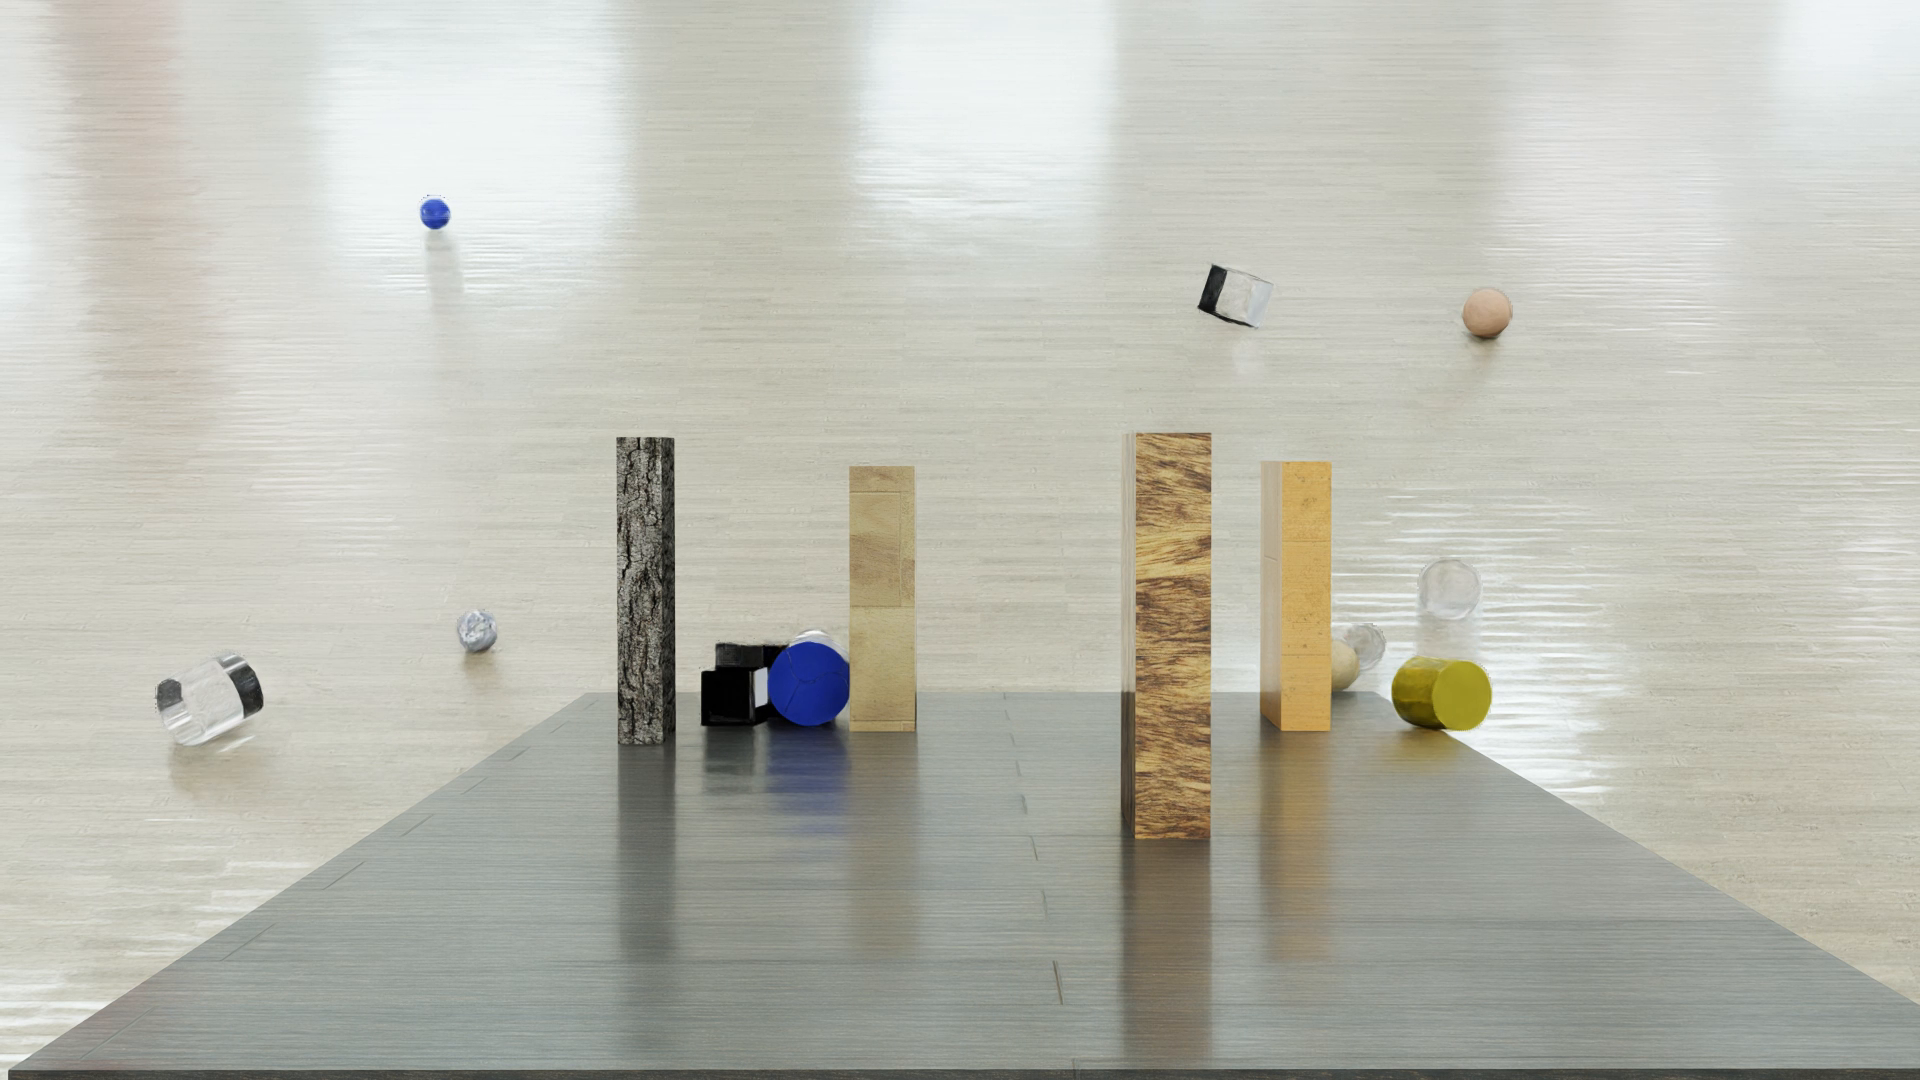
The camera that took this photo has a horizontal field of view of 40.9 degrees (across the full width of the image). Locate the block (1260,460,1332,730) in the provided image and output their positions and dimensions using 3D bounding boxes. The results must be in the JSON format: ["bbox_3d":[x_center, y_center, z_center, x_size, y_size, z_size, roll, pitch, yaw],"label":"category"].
[{"bbox_3d":[0.757,0.116,5.829,0.107,0.588,0.397,0,2,0],"label":"block"}]

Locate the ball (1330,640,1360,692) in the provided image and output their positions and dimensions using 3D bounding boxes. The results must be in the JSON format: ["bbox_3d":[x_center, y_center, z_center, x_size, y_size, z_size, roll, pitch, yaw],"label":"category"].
[{"bbox_3d":[0.969,0.327,6.682,0.134,0.134,0.134,0,24,0],"label":"ball"}]

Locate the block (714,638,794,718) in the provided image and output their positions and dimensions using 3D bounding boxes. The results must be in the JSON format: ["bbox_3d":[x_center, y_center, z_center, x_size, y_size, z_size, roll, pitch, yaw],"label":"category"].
[{"bbox_3d":[-0.455,0.322,6.021,0.166,0.166,0.166,2,3,42],"label":"block"}]

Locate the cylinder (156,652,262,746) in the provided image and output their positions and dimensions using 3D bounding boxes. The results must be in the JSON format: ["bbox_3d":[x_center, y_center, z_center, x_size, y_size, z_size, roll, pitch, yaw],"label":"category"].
[{"bbox_3d":[-1.896,0.402,6.512,0.184,0.184,0.184,16,29,32],"label":"cylinder"}]

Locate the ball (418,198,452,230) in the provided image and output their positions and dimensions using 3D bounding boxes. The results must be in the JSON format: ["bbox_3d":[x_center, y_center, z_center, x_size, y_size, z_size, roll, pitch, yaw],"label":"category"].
[{"bbox_3d":[-2.114,-1.316,10.374,0.128,0.128,0.128,0,24,0],"label":"ball"}]

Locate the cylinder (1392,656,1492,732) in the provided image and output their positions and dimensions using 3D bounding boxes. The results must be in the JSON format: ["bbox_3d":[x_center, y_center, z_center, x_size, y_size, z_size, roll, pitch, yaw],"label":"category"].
[{"bbox_3d":[1.057,0.338,5.659,0.156,0.156,0.156,-12,6,-25],"label":"cylinder"}]

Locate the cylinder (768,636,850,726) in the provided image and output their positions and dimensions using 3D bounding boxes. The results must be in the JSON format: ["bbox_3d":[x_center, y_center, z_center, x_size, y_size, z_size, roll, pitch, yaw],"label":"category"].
[{"bbox_3d":[-0.335,0.317,5.824,0.187,0.187,0.187,0,2,0],"label":"cylinder"}]

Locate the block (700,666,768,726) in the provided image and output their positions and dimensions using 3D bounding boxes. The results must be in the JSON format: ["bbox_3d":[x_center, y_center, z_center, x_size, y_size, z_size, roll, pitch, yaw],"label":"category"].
[{"bbox_3d":[-0.508,0.351,5.799,0.122,0.122,0.122,0,2,10],"label":"block"}]

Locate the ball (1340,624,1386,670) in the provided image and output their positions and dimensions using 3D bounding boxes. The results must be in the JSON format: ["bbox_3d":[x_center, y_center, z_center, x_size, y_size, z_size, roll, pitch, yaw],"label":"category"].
[{"bbox_3d":[1.070,0.284,6.851,0.120,0.120,0.120,0,24,0],"label":"ball"}]

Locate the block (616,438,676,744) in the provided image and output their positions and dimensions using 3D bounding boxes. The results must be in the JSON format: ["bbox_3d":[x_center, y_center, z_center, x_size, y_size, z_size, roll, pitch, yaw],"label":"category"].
[{"bbox_3d":[-0.669,0.102,5.504,0.094,0.641,0.253,0,2,0],"label":"block"}]

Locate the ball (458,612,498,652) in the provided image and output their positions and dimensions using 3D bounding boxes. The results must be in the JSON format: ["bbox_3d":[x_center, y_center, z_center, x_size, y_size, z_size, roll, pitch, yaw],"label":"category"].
[{"bbox_3d":[-1.300,0.247,6.946,0.108,0.108,0.108,0,24,0],"label":"ball"}]

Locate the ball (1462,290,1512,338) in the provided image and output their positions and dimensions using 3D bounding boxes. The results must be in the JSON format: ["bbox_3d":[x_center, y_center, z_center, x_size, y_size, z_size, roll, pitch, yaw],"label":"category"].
[{"bbox_3d":[1.881,-0.808,9.201,0.172,0.172,0.172,0,24,0],"label":"ball"}]

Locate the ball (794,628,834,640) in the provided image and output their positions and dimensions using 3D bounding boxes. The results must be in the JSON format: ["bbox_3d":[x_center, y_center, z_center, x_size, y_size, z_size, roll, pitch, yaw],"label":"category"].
[{"bbox_3d":[-0.386,0.296,6.822,0.122,0.122,0.122,0,24,0],"label":"ball"}]

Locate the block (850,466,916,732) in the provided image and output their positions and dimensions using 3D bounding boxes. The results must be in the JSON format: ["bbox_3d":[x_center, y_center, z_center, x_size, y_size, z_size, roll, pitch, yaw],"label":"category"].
[{"bbox_3d":[-0.170,0.124,5.759,0.142,0.579,0.283,0,2,0],"label":"block"}]

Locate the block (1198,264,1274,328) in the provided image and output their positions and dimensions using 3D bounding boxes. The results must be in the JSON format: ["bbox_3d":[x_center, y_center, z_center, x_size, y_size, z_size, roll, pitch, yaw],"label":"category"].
[{"bbox_3d":[0.995,-0.878,9.294,0.168,0.168,0.168,7,17,-41],"label":"block"}]

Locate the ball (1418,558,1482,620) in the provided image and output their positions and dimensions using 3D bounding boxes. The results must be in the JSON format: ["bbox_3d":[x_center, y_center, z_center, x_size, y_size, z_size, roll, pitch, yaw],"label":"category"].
[{"bbox_3d":[1.352,0.137,7.115,0.170,0.170,0.170,0,24,0],"label":"ball"}]

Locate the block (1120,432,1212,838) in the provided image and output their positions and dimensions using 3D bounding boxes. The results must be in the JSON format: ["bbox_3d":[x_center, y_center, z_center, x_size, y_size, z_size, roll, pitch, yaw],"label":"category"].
[{"bbox_3d":[0.335,0.145,4.234,0.119,0.640,0.358,0,2,0],"label":"block"}]

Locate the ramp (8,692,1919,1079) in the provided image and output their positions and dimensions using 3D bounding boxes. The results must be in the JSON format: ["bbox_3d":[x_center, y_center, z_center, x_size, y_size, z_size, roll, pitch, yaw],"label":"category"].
[{"bbox_3d":[0.056,0.505,4.549,2.000,0.100,4.000,0,2,0],"label":"ramp"}]
